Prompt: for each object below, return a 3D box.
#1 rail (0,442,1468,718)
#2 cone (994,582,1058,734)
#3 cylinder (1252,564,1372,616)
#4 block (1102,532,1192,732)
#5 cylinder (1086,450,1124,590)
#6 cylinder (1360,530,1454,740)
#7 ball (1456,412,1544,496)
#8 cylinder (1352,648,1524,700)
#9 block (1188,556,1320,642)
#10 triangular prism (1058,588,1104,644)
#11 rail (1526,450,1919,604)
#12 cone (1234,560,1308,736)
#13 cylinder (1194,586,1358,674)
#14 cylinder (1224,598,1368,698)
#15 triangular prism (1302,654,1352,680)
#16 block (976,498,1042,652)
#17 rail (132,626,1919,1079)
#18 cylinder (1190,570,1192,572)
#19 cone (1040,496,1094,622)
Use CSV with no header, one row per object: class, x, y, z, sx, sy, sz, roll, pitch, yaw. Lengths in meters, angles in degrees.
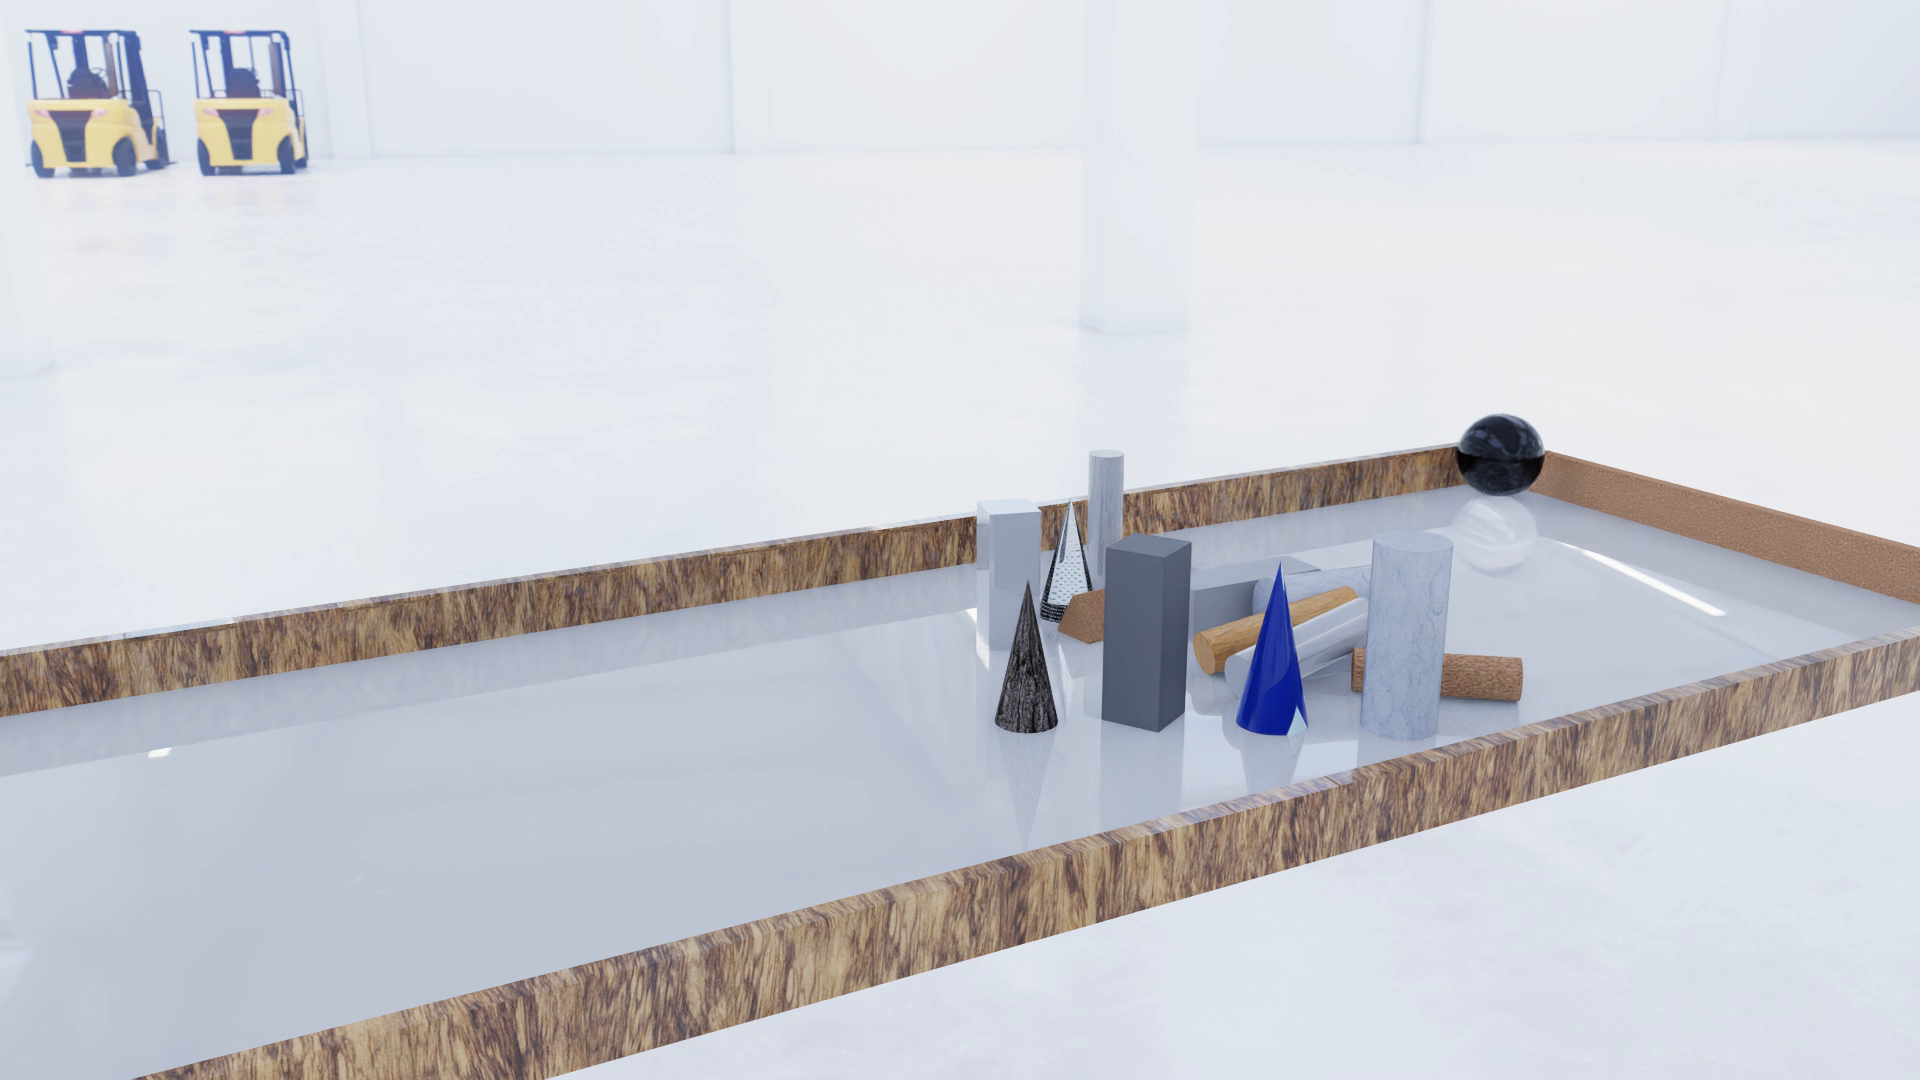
rail,-3.305,0.497,3.399,12.000,0.150,0.050,-9,18,-27
cone,0.157,0.258,3.850,0.150,0.354,0.150,0,16,0
cylinder,1.009,0.170,4.461,0.395,0.180,0.180,-6,17,-19
block,0.437,0.215,3.869,0.148,0.425,0.148,10,19,31
cylinder,0.425,-0.058,4.836,0.104,0.403,0.104,0,16,0
cylinder,1.029,0.219,3.808,0.176,0.453,0.176,0,16,0
ball,1.920,-0.303,5.858,0.297,0.297,0.297,0,16,0
cylinder,1.167,0.329,4.048,0.396,0.105,0.105,3,17,10
block,0.777,0.159,4.553,0.424,0.147,0.147,-8,18,-26
triangular prism,0.435,0.179,4.527,0.316,0.117,0.135,-11,19,-33
rail,2.466,-0.048,5.253,0.050,0.150,2.100,-9,18,-27
cone,0.736,0.237,3.840,0.173,0.400,0.173,0,16,0
cylinder,0.820,0.230,4.246,0.438,0.111,0.111,-16,21,-17
cylinder,0.856,0.271,4.094,0.418,0.122,0.122,-21,24,-27
triangular prism,0.966,0.269,4.244,0.442,0.104,0.121,-8,18,-25
block,0.128,0.091,4.383,0.139,0.374,0.139,-4,17,-13
rail,-2.336,1.006,1.665,12.000,0.150,0.050,-9,18,-27
cylinder,0.600,0.097,4.824,0.113,0.113,0.355,-4,17,-13
cone,0.305,0.042,4.602,0.174,0.344,0.174,0,16,0
